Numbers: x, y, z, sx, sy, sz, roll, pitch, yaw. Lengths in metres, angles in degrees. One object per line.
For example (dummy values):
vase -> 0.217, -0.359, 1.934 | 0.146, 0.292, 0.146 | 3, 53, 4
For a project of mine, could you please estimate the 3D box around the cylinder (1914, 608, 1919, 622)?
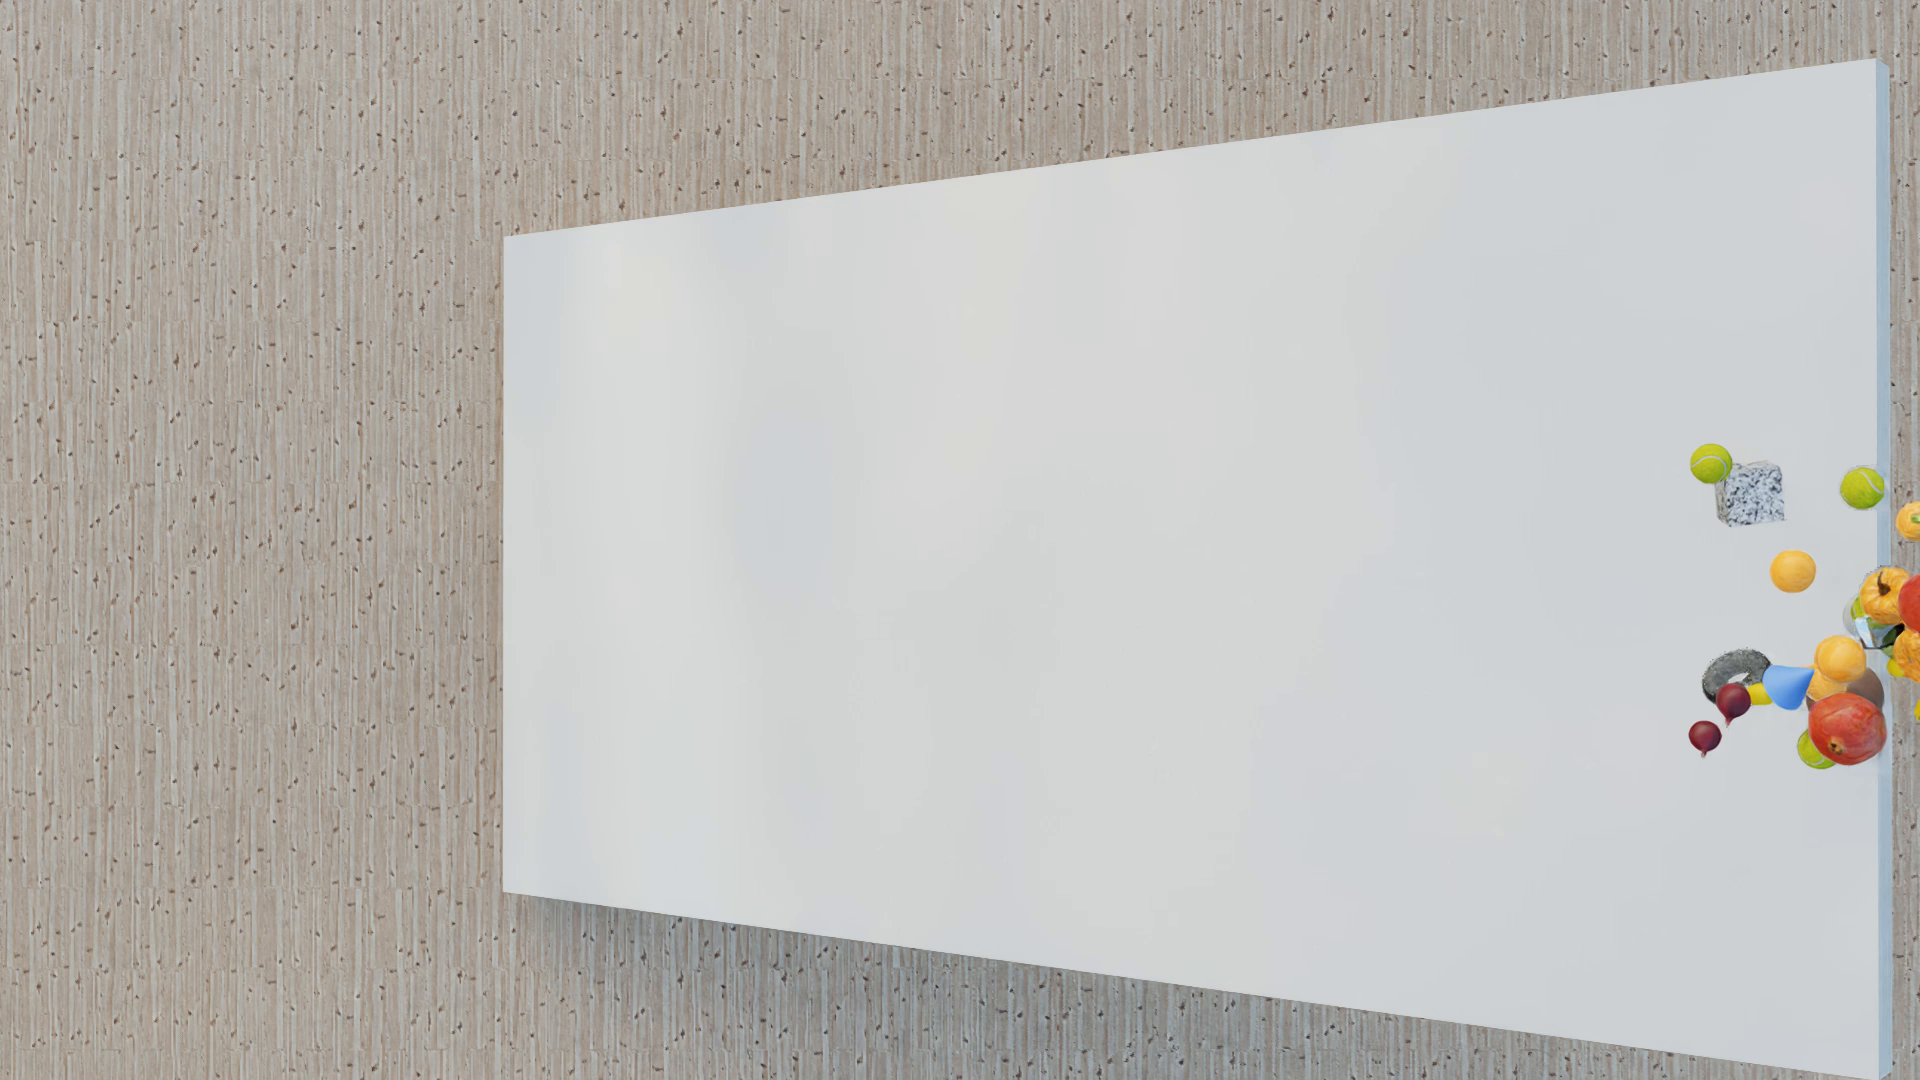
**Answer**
cylinder -> 1.536, 0.133, 3.387 | 0.092, 0.092, 0.092 | -23, 75, 0

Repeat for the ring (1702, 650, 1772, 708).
ring -> 1.420, 0.253, 4.017 | 0.131, 0.131, 0.044 | -39, 117, 0

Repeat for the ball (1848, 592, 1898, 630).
ball -> 1.709, 0.139, 4.115 | 0.085, 0.085, 0.085 | 0, 90, 0

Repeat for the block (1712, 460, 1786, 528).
block -> 1.410, -0.083, 3.931 | 0.096, 0.096, 0.096 | -7, 99, 7

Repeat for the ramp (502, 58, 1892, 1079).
ramp -> 0.230, 0.065, 5.548 | 4.000, 0.100, 2.000 | 0, 89, 37

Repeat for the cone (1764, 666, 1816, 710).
cone -> 1.326, 0.218, 3.472 | 0.077, 0.077, 0.077 | 10, 60, -18

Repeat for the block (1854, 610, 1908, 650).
block -> 1.498, 0.146, 3.576 | 0.052, 0.052, 0.052 | -16, 87, -3
